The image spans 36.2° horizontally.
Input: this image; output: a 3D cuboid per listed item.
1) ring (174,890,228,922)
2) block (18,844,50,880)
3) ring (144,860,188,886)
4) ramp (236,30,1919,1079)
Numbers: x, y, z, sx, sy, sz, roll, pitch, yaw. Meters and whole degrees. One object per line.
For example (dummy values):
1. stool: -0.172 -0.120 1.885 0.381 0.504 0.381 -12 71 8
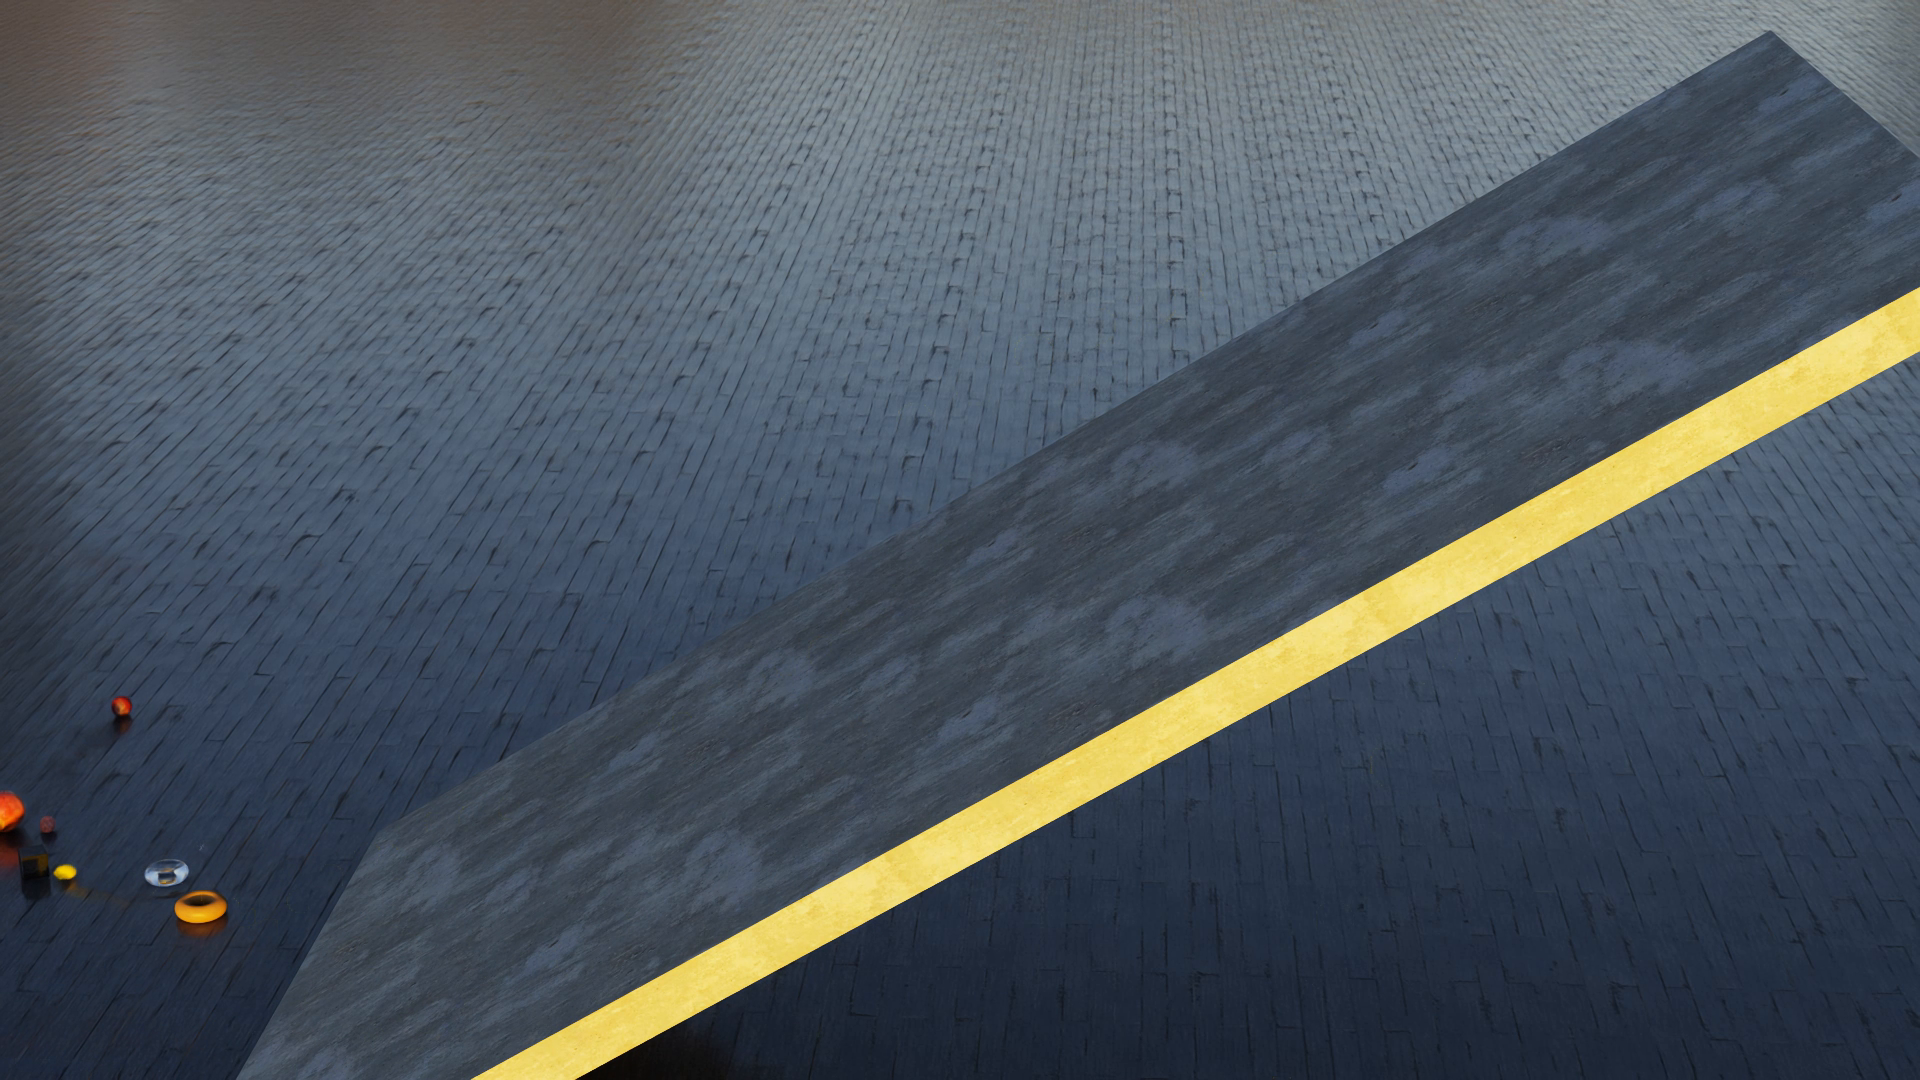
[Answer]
1. ring: -1.911 0.923 7.405 0.130 0.043 0.130 1 20 0
2. block: -2.400 0.835 7.619 0.063 0.063 0.063 -10 22 -25
3. ring: -2.048 0.859 7.592 0.111 0.037 0.111 0 21 0
4. ramp: 0.141 0.169 6.290 4.000 0.100 2.000 -30 15 13
